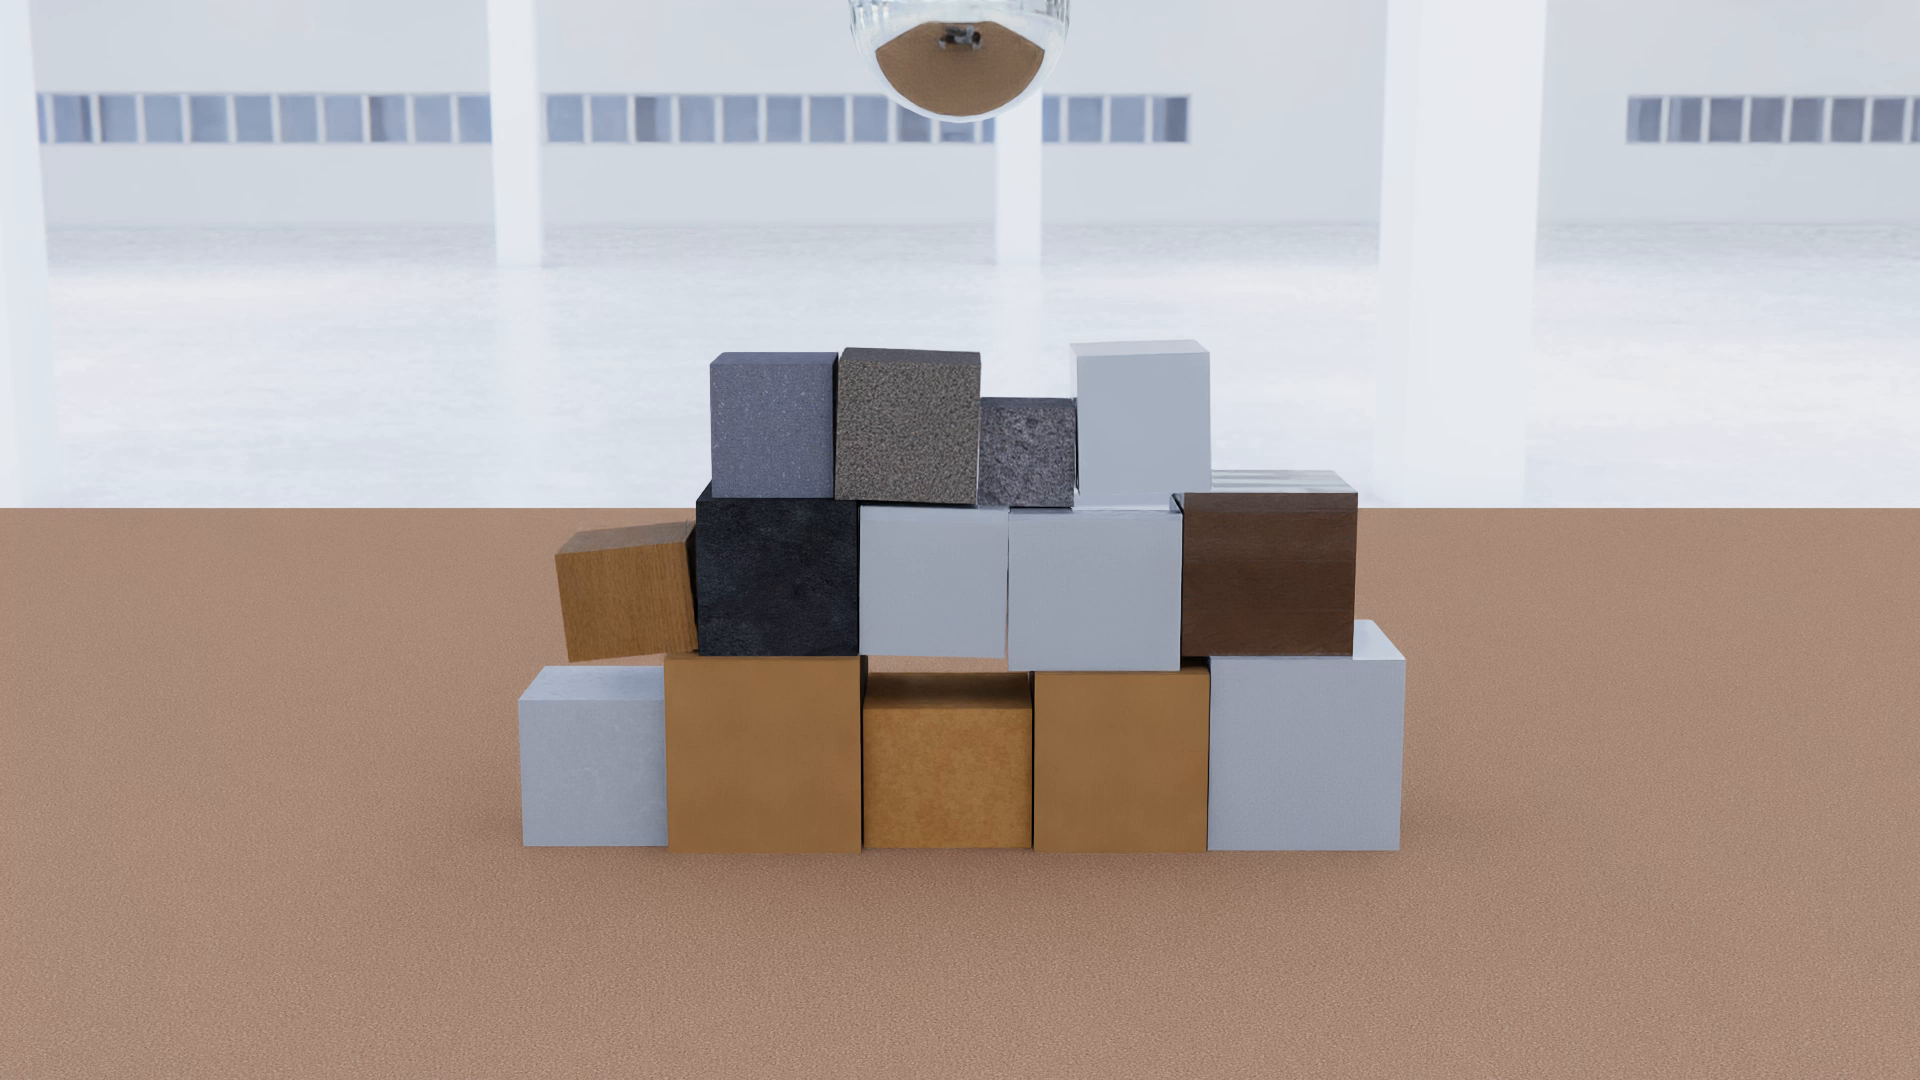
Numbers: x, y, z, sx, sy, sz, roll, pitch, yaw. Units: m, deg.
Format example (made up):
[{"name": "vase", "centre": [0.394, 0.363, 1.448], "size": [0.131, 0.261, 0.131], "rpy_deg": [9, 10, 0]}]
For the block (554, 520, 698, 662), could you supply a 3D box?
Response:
[{"name": "block", "centre": [-1.652, 0.253, 11.212], "size": [0.648, 0.550, 0.634], "rpy_deg": [-6, 10, 1]}]

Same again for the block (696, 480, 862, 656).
[{"name": "block", "centre": [-0.899, 0.120, 11.206], "size": [0.785, 0.776, 0.812], "rpy_deg": [0, 10, 0]}]

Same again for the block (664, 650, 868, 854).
[{"name": "block", "centre": [-0.973, 0.987, 11.373], "size": [0.961, 0.989, 1.005], "rpy_deg": [0, 10, 0]}]

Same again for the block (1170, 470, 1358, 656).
[{"name": "block", "centre": [1.524, 0.104, 11.215], "size": [0.852, 0.821, 0.765], "rpy_deg": [0, 10, 0]}]

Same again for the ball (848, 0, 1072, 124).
[{"name": "ball", "centre": [0.000, -3.796, 15.729], "size": [1.600, 1.600, 1.600], "rpy_deg": [0, 10, 0]}]

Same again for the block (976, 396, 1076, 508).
[{"name": "block", "centre": [0.330, -0.448, 11.086], "size": [0.476, 0.489, 0.459], "rpy_deg": [1, 10, 0]}]

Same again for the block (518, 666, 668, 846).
[{"name": "block", "centre": [-1.832, 1.105, 11.367], "size": [0.736, 0.758, 0.720], "rpy_deg": [0, 10, 0]}]

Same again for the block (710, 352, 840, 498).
[{"name": "block", "centre": [-0.924, -0.589, 11.093], "size": [0.599, 0.659, 0.617], "rpy_deg": [0, 10, 0]}]

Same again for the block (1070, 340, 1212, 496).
[{"name": "block", "centre": [0.898, -0.627, 11.064], "size": [0.647, 0.684, 0.709], "rpy_deg": [-2, 10, 0]}]

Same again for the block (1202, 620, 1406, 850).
[{"name": "block", "centre": [1.720, 0.990, 11.378], "size": [0.960, 0.981, 0.913], "rpy_deg": [0, 10, 0]}]

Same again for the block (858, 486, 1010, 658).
[{"name": "block", "centre": [-0.132, 0.147, 11.202], "size": [0.726, 0.744, 0.727], "rpy_deg": [2, 10, 0]}]

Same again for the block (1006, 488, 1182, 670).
[{"name": "block", "centre": [0.665, 0.189, 11.229], "size": [0.849, 0.787, 0.804], "rpy_deg": [0, 10, 0]}]

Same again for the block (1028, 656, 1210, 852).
[{"name": "block", "centre": [0.799, 1.028, 11.363], "size": [0.860, 0.912, 0.945], "rpy_deg": [0, 10, 0]}]

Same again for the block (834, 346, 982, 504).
[{"name": "block", "centre": [-0.255, -0.586, 11.064], "size": [0.694, 0.682, 0.693], "rpy_deg": [2, 10, 0]}]

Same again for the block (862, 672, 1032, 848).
[{"name": "block", "centre": [-0.062, 1.125, 11.369], "size": [0.842, 0.719, 0.763], "rpy_deg": [0, 10, 0]}]
